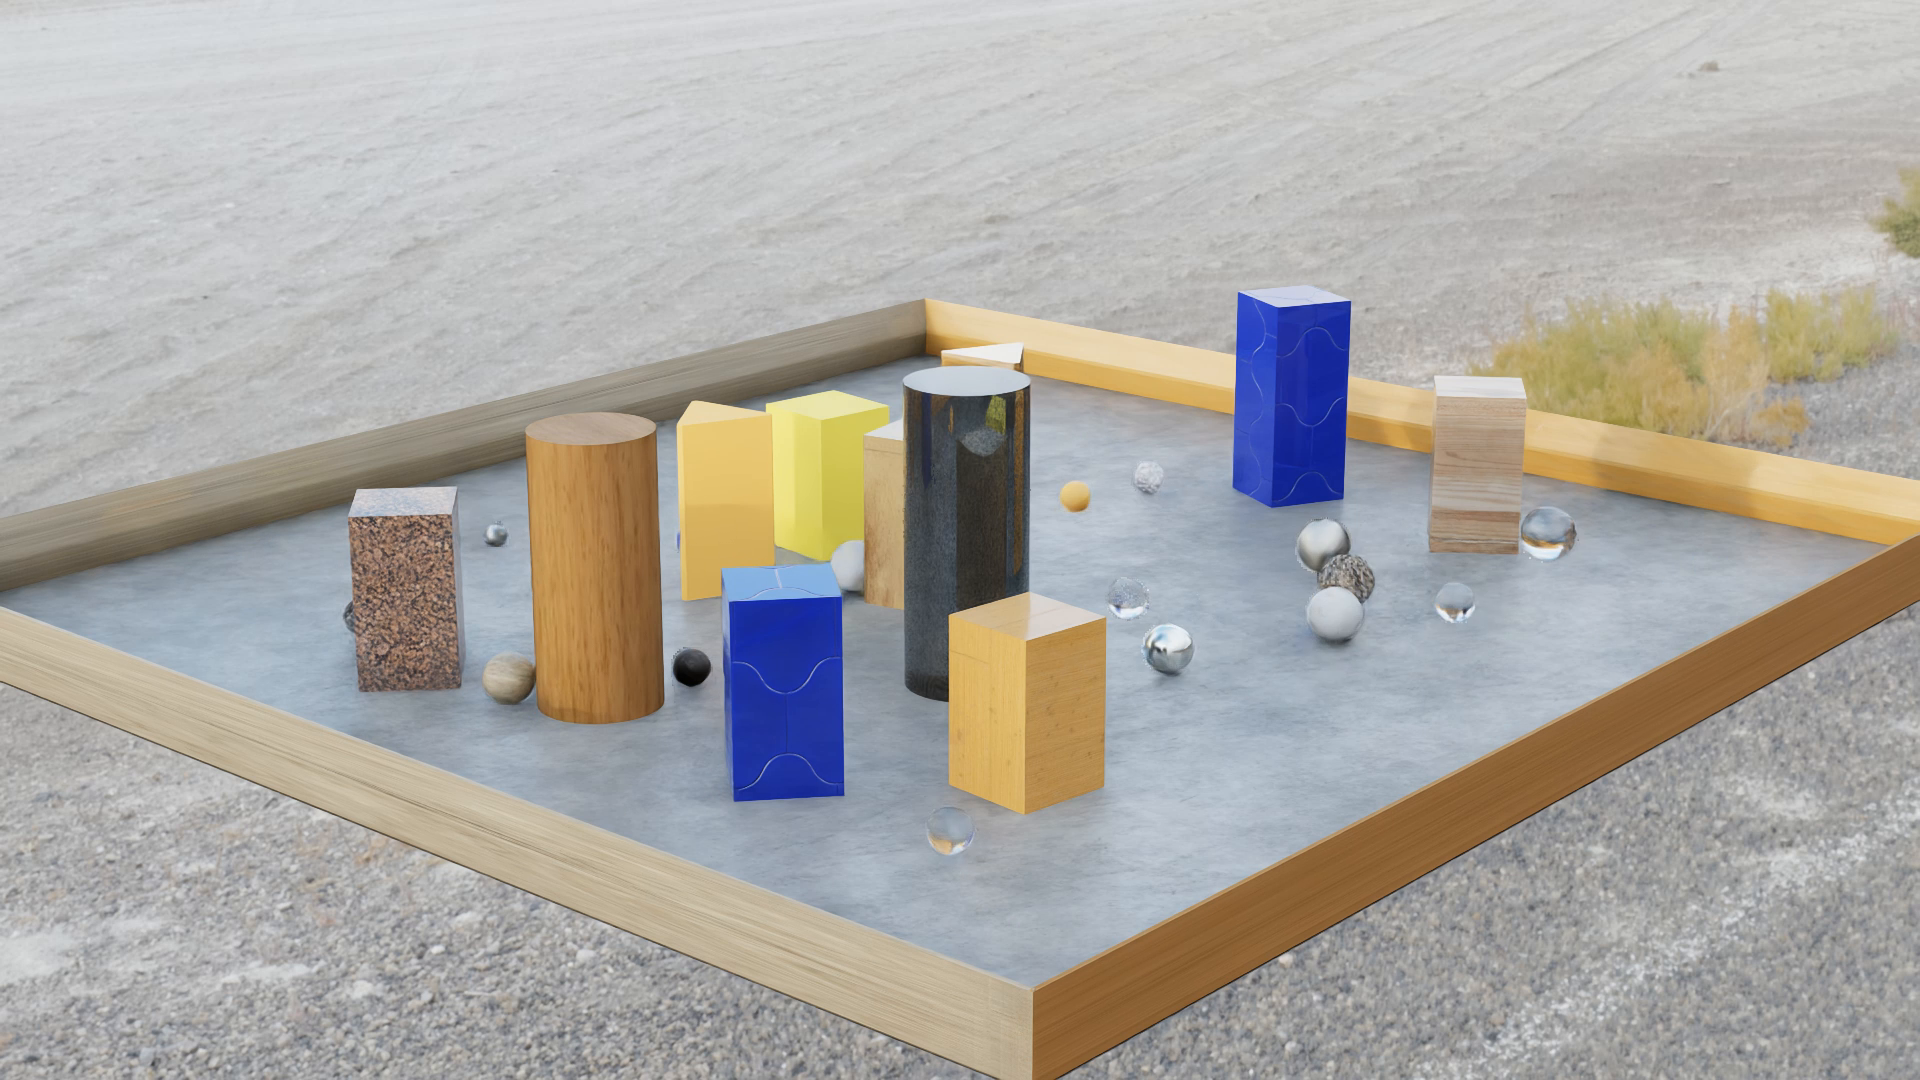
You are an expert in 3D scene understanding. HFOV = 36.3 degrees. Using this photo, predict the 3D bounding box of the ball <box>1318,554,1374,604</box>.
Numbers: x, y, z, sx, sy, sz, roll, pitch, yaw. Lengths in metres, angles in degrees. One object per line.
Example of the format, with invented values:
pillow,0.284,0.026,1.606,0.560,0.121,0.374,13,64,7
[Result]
ball,0.666,0.071,5.055,0.095,0.095,0.095,0,17,0

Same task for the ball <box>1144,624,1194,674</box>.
ball,0.337,0.175,4.733,0.082,0.082,0.082,0,17,0

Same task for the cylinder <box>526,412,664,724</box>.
cylinder,-0.564,0.042,4.545,0.199,0.444,0.199,0,17,0

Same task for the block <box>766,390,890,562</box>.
block,-0.242,-0.120,5.394,0.160,0.265,0.160,-14,22,-39

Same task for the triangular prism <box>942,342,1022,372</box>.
triangular prism,0.077,-0.216,5.640,0.173,0.307,0.150,11,20,33

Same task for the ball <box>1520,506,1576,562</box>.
ball,1.067,-0.011,5.321,0.100,0.100,0.100,0,17,0

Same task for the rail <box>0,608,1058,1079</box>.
rail,-0.873,0.322,4.157,2.572,0.130,0.045,14,22,39

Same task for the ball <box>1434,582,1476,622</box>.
ball,0.842,0.106,4.986,0.069,0.069,0.069,0,17,0

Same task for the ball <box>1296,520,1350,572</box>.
ball,0.652,0.011,5.255,0.095,0.095,0.095,0,17,0

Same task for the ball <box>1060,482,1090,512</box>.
ball,0.221,-0.083,5.628,0.060,0.060,0.060,0,17,0

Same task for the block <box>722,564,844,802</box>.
block,-0.257,0.205,4.251,0.160,0.302,0.160,-2,17,-8

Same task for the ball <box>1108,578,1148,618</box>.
ball,0.285,0.100,5.004,0.068,0.068,0.068,0,17,0

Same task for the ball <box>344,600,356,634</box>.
ball,-1.002,0.128,4.919,0.064,0.064,0.064,0,17,0

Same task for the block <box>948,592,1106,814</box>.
block,0.097,0.233,4.231,0.160,0.260,0.160,-15,22,-40

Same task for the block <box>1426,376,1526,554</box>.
block,0.951,-0.139,5.408,0.160,0.294,0.160,2,17,7

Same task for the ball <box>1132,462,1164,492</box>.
ball,0.370,-0.123,5.759,0.061,0.061,0.061,0,17,0

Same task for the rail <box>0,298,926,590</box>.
rail,-0.953,-0.206,5.912,0.045,0.130,2.711,14,22,39

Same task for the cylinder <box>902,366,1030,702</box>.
cylinder,0.011,-0.010,4.629,0.199,0.496,0.199,0,17,0

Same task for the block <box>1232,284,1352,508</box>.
block,0.644,-0.281,5.704,0.160,0.395,0.160,-7,18,-22

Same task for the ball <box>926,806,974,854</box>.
ball,-0.013,0.398,4.019,0.066,0.066,0.066,0,17,0

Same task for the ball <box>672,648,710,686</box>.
ball,-0.428,0.203,4.677,0.061,0.061,0.061,0,17,0

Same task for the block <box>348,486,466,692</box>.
block,-0.883,0.078,4.695,0.160,0.290,0.160,-2,17,-6

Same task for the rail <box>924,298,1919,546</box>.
rail,0.873,-0.257,6.083,2.572,0.130,0.045,14,22,39

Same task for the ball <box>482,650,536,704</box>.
ball,-0.707,0.215,4.597,0.083,0.083,0.083,0,17,0

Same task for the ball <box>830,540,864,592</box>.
ball,-0.183,0.045,5.136,0.090,0.090,0.090,0,17,0

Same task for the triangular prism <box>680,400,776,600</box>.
triangular prism,-0.436,-0.076,5.162,0.173,0.315,0.150,-8,19,-25

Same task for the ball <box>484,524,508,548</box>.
ball,-0.856,-0.009,5.408,0.045,0.045,0.045,0,17,0

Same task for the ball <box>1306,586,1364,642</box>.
ball,0.624,0.124,4.881,0.093,0.093,0.093,0,17,0

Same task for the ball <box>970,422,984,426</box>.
ball,0.033,-0.215,6.070,0.058,0.058,0.058,0,17,0

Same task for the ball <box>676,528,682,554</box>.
ball,-0.482,0.000,5.335,0.069,0.069,0.069,0,17,0

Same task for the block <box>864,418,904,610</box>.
block,-0.056,-0.044,5.078,0.160,0.302,0.160,10,19,29

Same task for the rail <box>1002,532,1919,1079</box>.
rail,0.953,0.271,4.327,0.045,0.130,2.711,14,22,39
